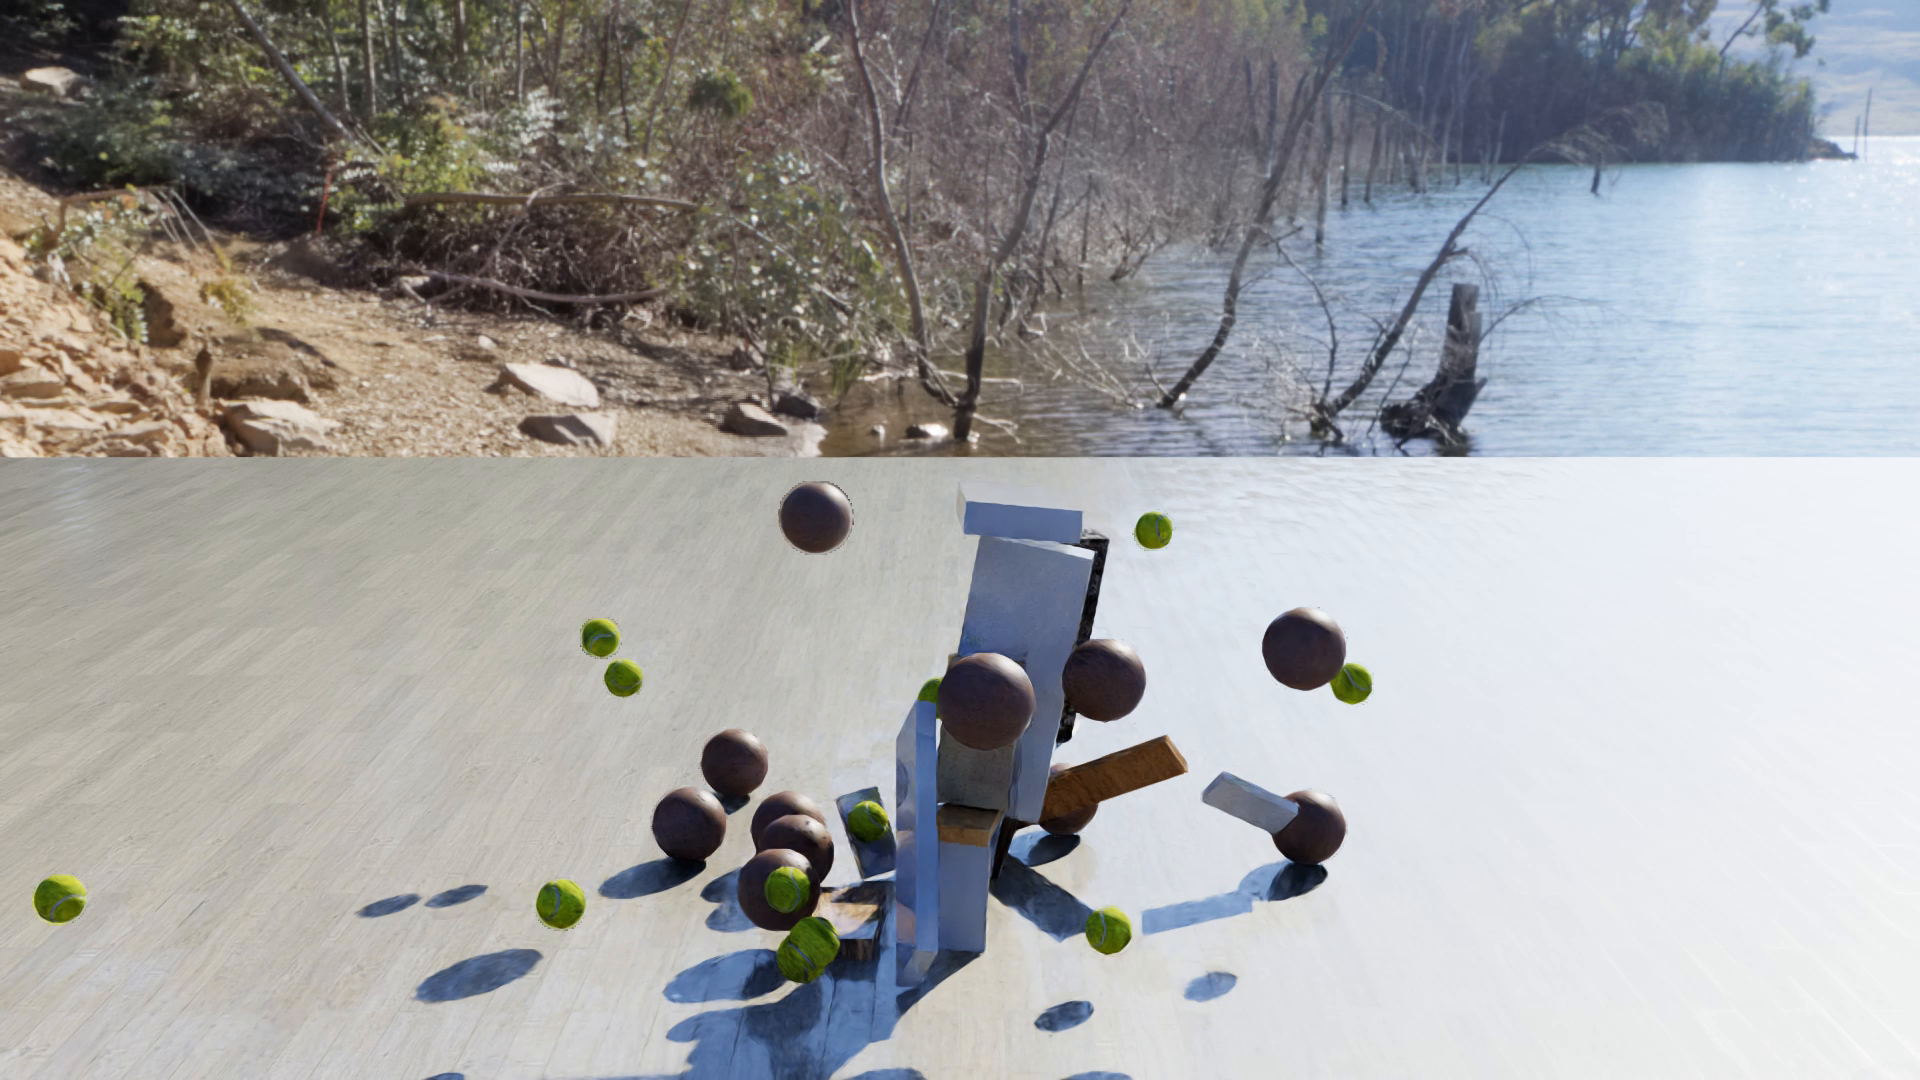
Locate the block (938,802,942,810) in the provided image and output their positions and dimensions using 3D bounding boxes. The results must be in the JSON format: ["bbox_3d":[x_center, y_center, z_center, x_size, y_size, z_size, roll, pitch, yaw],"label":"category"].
[{"bbox_3d":[0.001,0.512,3.677,0.076,0.151,0.021,0,11,-1],"label":"block"}]

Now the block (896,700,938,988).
[{"bbox_3d":[-0.067,0.457,3.351,0.033,0.117,0.436,10,50,-13],"label":"block"}]

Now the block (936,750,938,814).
[{"bbox_3d":[0.004,0.454,3.806,0.117,0.234,0.033,1,42,6],"label":"block"}]

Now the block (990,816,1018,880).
[{"bbox_3d":[0.044,0.450,3.708,0.117,0.234,0.033,22,26,9],"label":"block"}]

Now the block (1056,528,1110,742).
[{"bbox_3d":[0.123,0.157,3.576,0.178,0.356,0.050,1,19,-28],"label":"block"}]

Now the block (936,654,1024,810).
[{"bbox_3d":[0.030,0.301,3.455,0.117,0.233,0.033,6,2,8],"label":"block"}]

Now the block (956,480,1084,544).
[{"bbox_3d":[0.090,-0.046,3.508,0.178,0.050,0.356,5,6,-2],"label":"block"}]

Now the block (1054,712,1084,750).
[{"bbox_3d":[0.100,0.322,3.684,0.117,0.033,0.234,28,29,20],"label":"block"}]

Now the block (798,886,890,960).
[{"bbox_3d":[-0.183,0.607,3.490,0.117,0.033,0.233,1,11,4],"label":"block"}]

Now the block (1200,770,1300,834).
[{"bbox_3d":[0.493,0.447,3.736,0.148,0.074,0.021,25,46,-12],"label":"block"}]

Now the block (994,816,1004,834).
[{"bbox_3d":[0.037,0.432,3.587,0.076,0.021,0.151,12,16,5],"label":"block"}]

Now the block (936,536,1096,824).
[{"bbox_3d":[0.082,0.217,3.495,0.178,0.451,0.050,12,16,6],"label":"block"}]

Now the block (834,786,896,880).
[{"bbox_3d":[-0.155,0.500,3.754,0.074,0.148,0.021,-13,-15,-25],"label":"block"}]

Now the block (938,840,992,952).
[{"bbox_3d":[0.000,0.547,3.403,0.089,0.177,0.025,3,12,5],"label":"block"}]

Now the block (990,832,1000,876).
[{"bbox_3d":[0.016,0.525,3.569,0.076,0.151,0.021,11,19,4],"label":"block"}]

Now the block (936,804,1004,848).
[{"bbox_3d":[0.013,0.435,3.443,0.089,0.025,0.177,6,12,8],"label":"block"}]

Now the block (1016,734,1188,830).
[{"bbox_3d":[0.201,0.434,3.842,0.415,0.074,0.021,-23,27,28],"label":"block"}]
